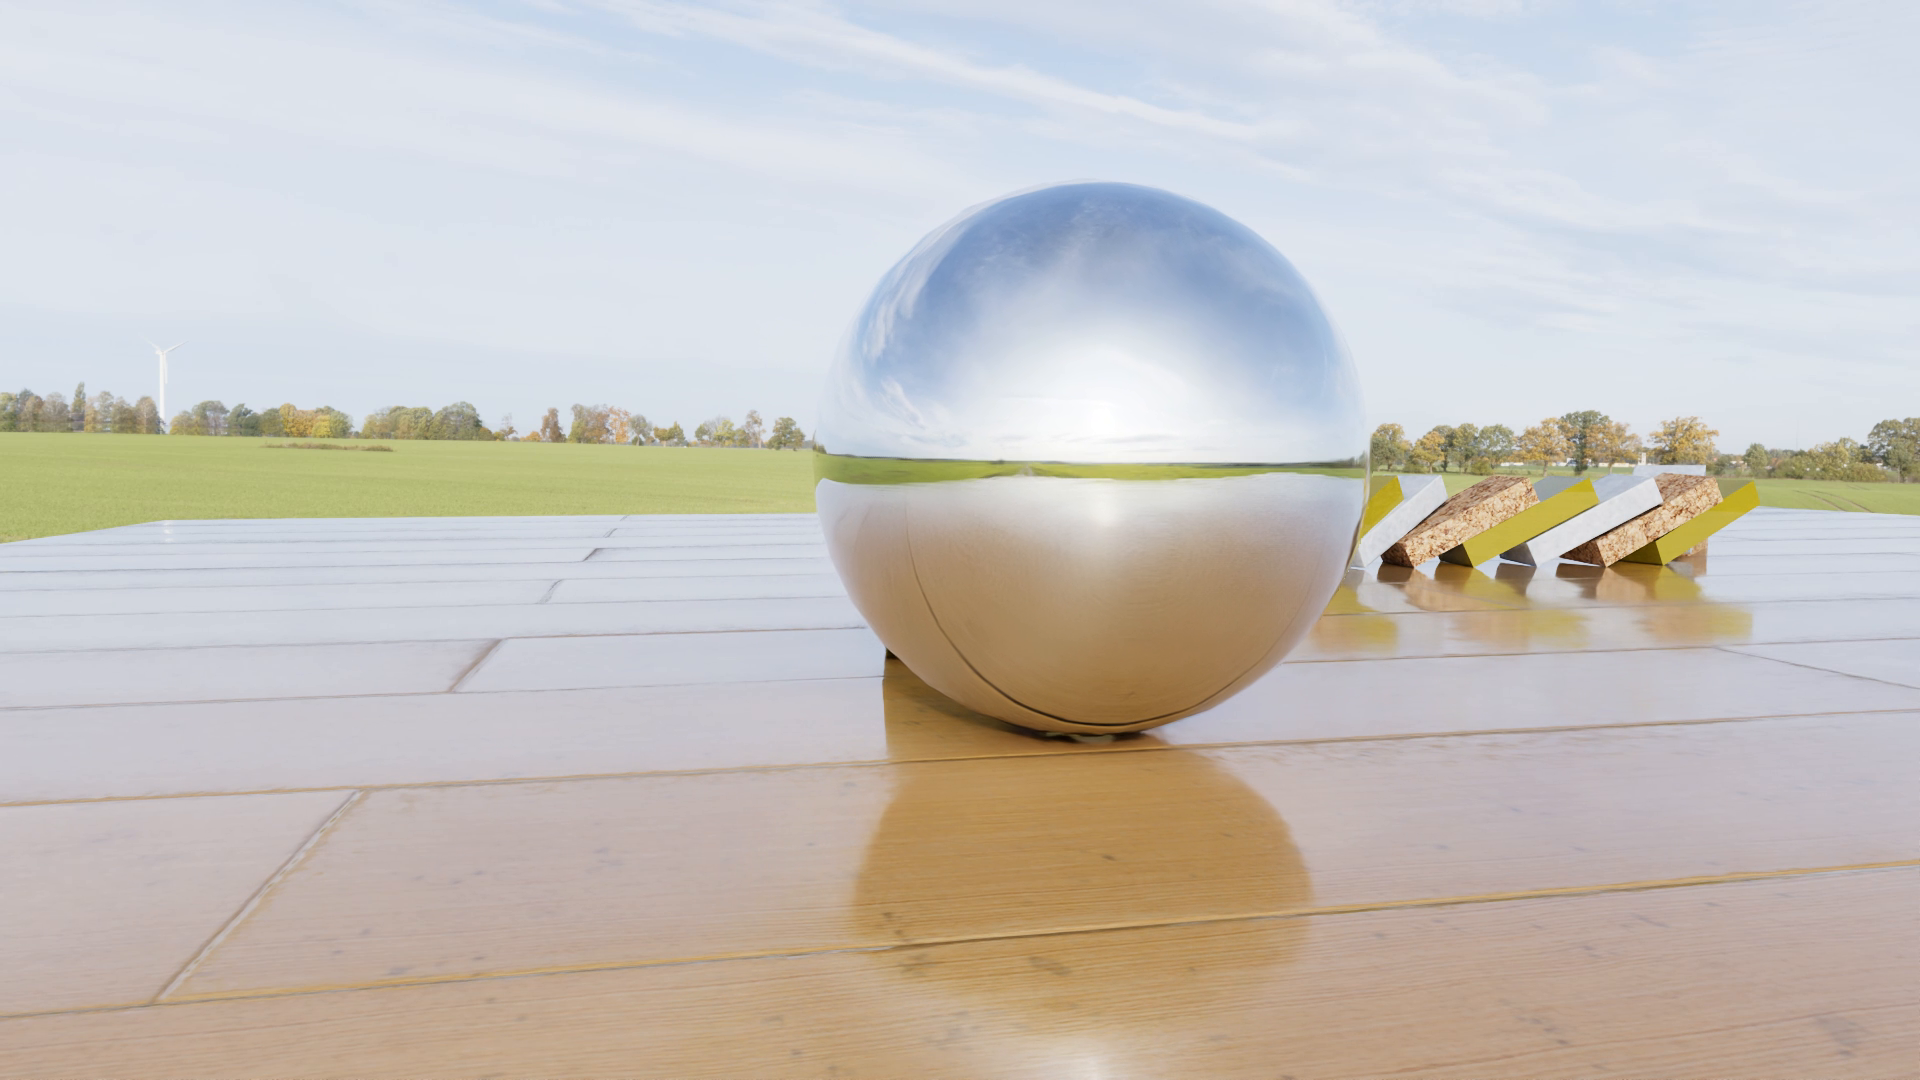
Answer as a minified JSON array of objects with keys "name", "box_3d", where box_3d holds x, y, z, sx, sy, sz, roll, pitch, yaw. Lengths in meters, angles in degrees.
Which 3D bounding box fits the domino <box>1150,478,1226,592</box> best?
[{"name":"domino","box_3d":[0.061,-0.002,0.388,0.025,0.009,0.050,1,31,27]}]

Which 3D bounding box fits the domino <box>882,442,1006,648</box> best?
[{"name":"domino","box_3d":[-0.003,0.000,0.280,0.025,0.050,0.009,-1,-40,2]}]

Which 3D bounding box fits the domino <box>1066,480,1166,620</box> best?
[{"name":"domino","box_3d":[0.034,0.001,0.330,0.025,0.009,0.050,2,34,26]}]

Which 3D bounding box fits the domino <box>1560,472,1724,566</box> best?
[{"name":"domino","box_3d":[0.241,-0.008,0.458,0.050,0.009,0.025,-28,11,-7]}]

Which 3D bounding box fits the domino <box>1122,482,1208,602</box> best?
[{"name":"domino","box_3d":[0.053,-0.001,0.368,0.025,0.009,0.050,2,31,26]}]

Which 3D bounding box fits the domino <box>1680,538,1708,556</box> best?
[{"name":"domino","box_3d":[0.283,-0.001,0.515,0.025,0.009,0.050,3,5,37]}]

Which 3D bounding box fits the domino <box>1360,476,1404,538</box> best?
[{"name":"domino","box_3d":[0.129,-0.007,0.445,0.050,0.009,0.025,-35,22,-31]}]

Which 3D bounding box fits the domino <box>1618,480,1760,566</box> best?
[{"name":"domino","box_3d":[0.261,-0.007,0.466,0.050,0.010,0.025,-27,13,-16]}]

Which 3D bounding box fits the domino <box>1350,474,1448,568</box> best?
[{"name":"domino","box_3d":[0.147,-0.007,0.456,0.050,0.010,0.025,-33,20,-28]}]

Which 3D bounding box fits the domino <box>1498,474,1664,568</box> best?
[{"name":"domino","box_3d":[0.218,-0.007,0.456,0.050,0.010,0.025,-27,8,-2]}]

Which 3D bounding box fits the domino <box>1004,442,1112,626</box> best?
[{"name":"domino","box_3d":[0.019,-0.003,0.317,0.025,0.050,0.009,2,-38,26]}]

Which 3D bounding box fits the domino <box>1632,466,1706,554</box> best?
[{"name":"domino","box_3d":[0.272,-0.013,0.498,0.025,0.010,0.050,2,33,36]}]

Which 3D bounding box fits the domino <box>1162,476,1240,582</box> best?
[{"name":"domino","box_3d":[0.071,-0.004,0.408,0.025,0.009,0.050,0,31,28]}]

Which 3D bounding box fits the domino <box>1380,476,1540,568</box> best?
[{"name":"domino","box_3d":[0.174,-0.007,0.453,0.050,0.009,0.025,-27,6,-3]}]

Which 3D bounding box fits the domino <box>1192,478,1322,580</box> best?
[{"name":"domino","box_3d":[0.093,-0.004,0.420,0.050,0.009,0.025,-35,24,-31]}]

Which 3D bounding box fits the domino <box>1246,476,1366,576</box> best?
[{"name":"domino","box_3d":[0.111,-0.005,0.432,0.050,0.009,0.025,-35,23,-31]}]

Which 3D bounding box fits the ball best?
[{"name":"ball","box_3d":[0.018,-0.012,0.188,0.080,0.080,0.080,0,4,0]}]

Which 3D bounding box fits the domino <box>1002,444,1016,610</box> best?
[{"name":"domino","box_3d":[-0.001,-0.001,0.294,0.025,0.050,0.010,0,-40,8]}]

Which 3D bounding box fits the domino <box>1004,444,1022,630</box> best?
[{"name":"domino","box_3d":[0.001,-0.002,0.307,0.025,0.050,0.009,0,-40,7]}]

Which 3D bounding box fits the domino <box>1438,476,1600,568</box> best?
[{"name":"domino","box_3d":[0.196,-0.007,0.454,0.050,0.009,0.025,-27,6,-3]}]

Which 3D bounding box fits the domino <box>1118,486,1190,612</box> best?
[{"name":"domino","box_3d":[0.043,0.001,0.348,0.025,0.010,0.050,2,31,26]}]

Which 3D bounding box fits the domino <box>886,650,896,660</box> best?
[{"name":"domino","box_3d":[-0.001,0.001,0.266,0.025,0.050,0.009,0,-40,3]}]
